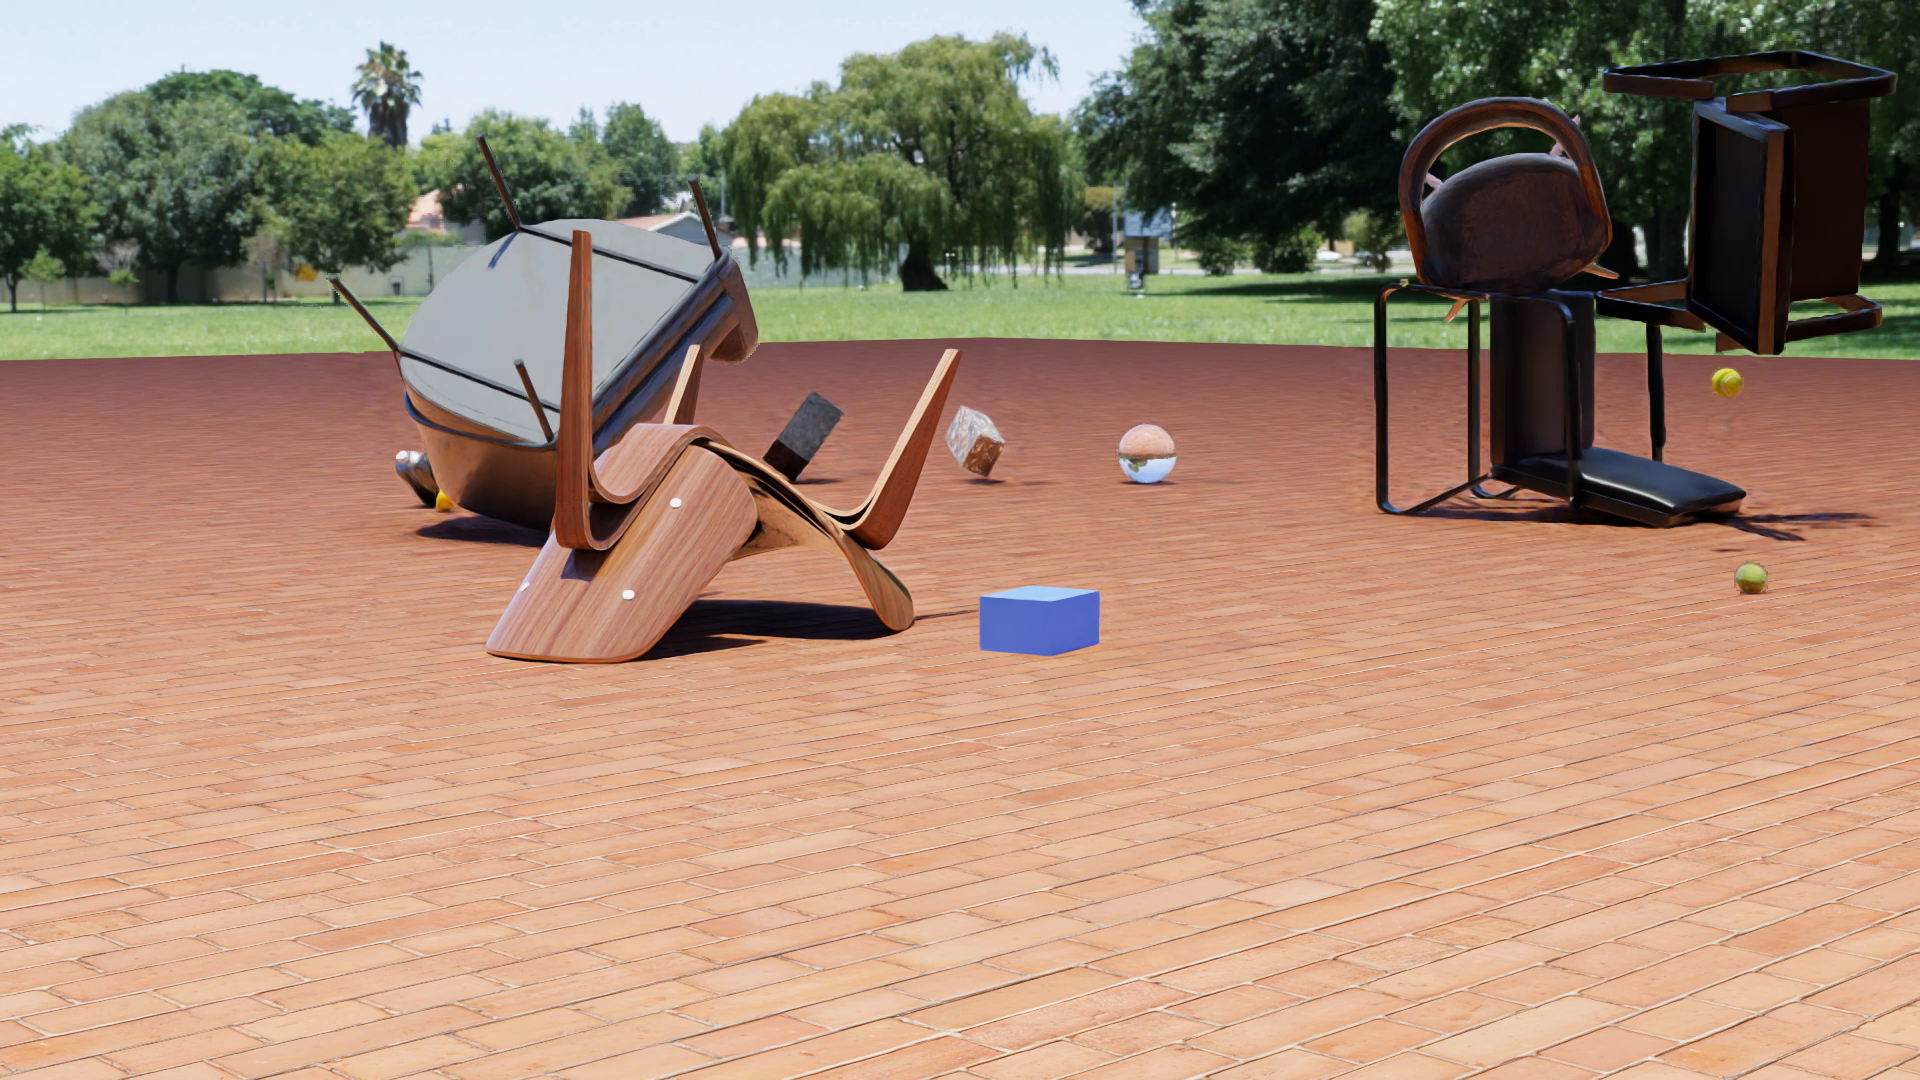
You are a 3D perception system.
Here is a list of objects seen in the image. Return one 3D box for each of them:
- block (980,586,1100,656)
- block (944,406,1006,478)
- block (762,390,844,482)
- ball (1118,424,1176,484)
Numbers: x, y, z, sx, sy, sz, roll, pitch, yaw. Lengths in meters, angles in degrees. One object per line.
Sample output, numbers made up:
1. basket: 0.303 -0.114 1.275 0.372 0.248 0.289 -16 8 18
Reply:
1. block: 0.143 0.143 4.560 0.143 0.096 0.181 4 7 31
2. block: 0.046 -0.317 8.230 0.099 0.127 0.209 20 20 -26
3. block: -0.501 -0.331 8.180 0.125 0.217 0.172 36 -28 -4
4. ball: 0.595 -0.274 8.157 0.188 0.188 0.188 0 6 0
